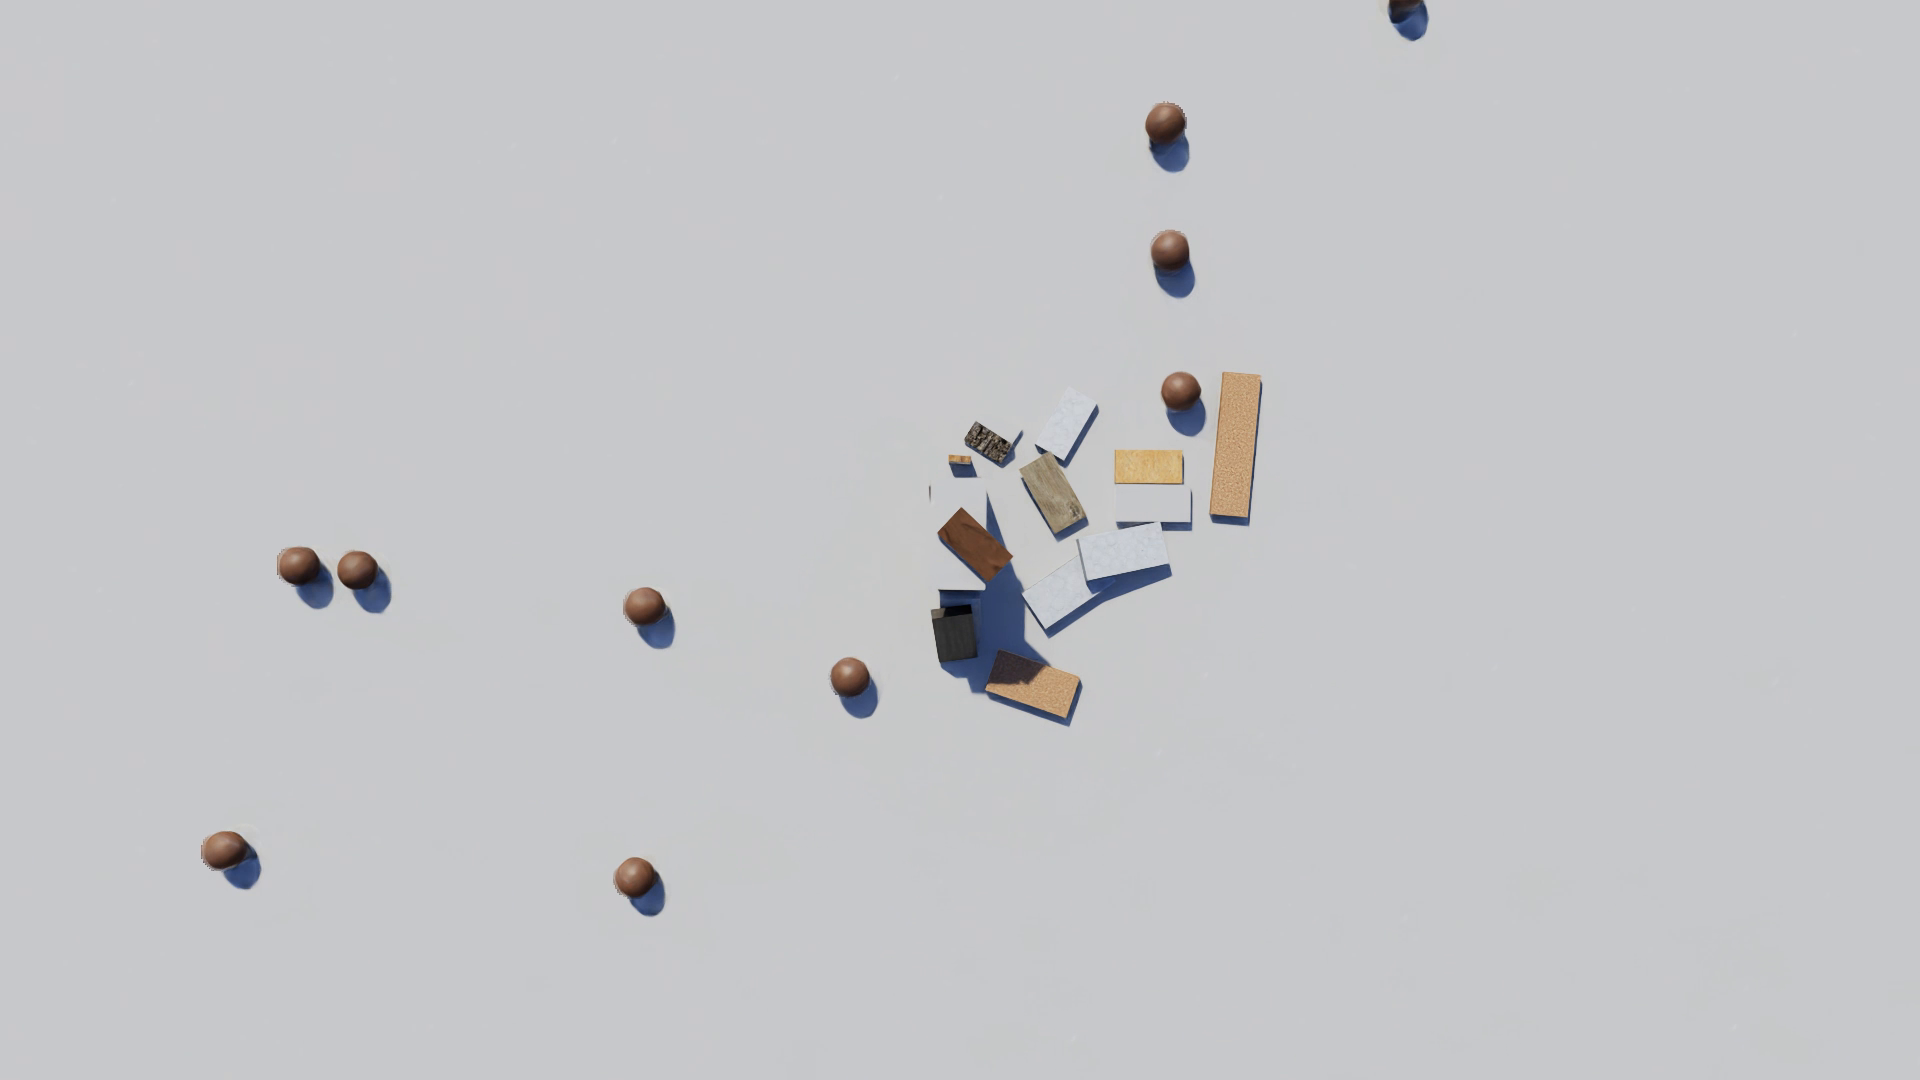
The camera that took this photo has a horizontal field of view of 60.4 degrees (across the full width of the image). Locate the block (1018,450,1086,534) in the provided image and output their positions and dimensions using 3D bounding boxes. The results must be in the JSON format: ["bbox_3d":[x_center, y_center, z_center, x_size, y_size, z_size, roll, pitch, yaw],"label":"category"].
[{"bbox_3d":[0.306,-0.159,5.466,0.123,0.035,0.246,-30,98,0],"label":"block"}]

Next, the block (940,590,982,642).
[{"bbox_3d":[0.003,0.250,5.383,0.131,0.261,0.037,-2,55,0],"label":"block"}]

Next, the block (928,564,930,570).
[{"bbox_3d":[-0.011,0.083,5.327,0.173,0.346,0.049,9,89,0],"label":"block"}]

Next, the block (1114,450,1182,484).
[{"bbox_3d":[0.626,-0.244,5.484,0.221,0.031,0.111,0,90,0],"label":"block"}]

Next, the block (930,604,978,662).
[{"bbox_3d":[-0.018,0.307,5.384,0.131,0.261,0.037,-8,53,0],"label":"block"}]

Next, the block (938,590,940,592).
[{"bbox_3d":[-0.005,0.145,5.369,0.131,0.261,0.037,-2,87,0],"label":"block"}]

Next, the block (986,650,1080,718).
[{"bbox_3d":[0.241,0.476,5.480,0.283,0.040,0.141,19,90,0],"label":"block"}]

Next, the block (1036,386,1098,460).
[{"bbox_3d":[0.352,-0.387,5.484,0.111,0.031,0.221,30,90,0],"label":"block"}]

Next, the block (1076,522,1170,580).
[{"bbox_3d":[0.538,0.038,5.453,0.283,0.040,0.141,-12,86,-9],"label":"block"}]

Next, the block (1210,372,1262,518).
[{"bbox_3d":[0.914,-0.317,5.483,0.123,0.035,0.474,5,90,0],"label":"block"}]

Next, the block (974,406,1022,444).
[{"bbox_3d":[0.125,-0.378,5.490,0.146,0.021,0.073,33,90,0],"label":"block"}]

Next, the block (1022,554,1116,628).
[{"bbox_3d":[0.360,0.158,5.480,0.283,0.040,0.141,-34,90,0],"label":"block"}]

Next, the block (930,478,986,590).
[{"bbox_3d":[-0.006,-0.019,5.128,0.173,0.049,0.346,1,90,0],"label":"block"}]

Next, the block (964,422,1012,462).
[{"bbox_3d":[0.093,-0.325,5.478,0.146,0.021,0.073,32,110,0],"label":"block"}]

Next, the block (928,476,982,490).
[{"bbox_3d":[-0.011,-0.165,5.326,0.173,0.346,0.049,-5,95,0],"label":"block"}]

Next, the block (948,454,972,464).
[{"bbox_3d":[-0.001,-0.265,5.427,0.073,0.146,0.021,4,90,0],"label":"block"}]

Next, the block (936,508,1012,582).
[{"bbox_3d":[0.046,0.014,5.088,0.221,0.031,0.111,44,90,0],"label":"block"}]

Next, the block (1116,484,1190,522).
[{"bbox_3d":[0.641,-0.123,5.483,0.246,0.035,0.123,1,90,0],"label":"block"}]
